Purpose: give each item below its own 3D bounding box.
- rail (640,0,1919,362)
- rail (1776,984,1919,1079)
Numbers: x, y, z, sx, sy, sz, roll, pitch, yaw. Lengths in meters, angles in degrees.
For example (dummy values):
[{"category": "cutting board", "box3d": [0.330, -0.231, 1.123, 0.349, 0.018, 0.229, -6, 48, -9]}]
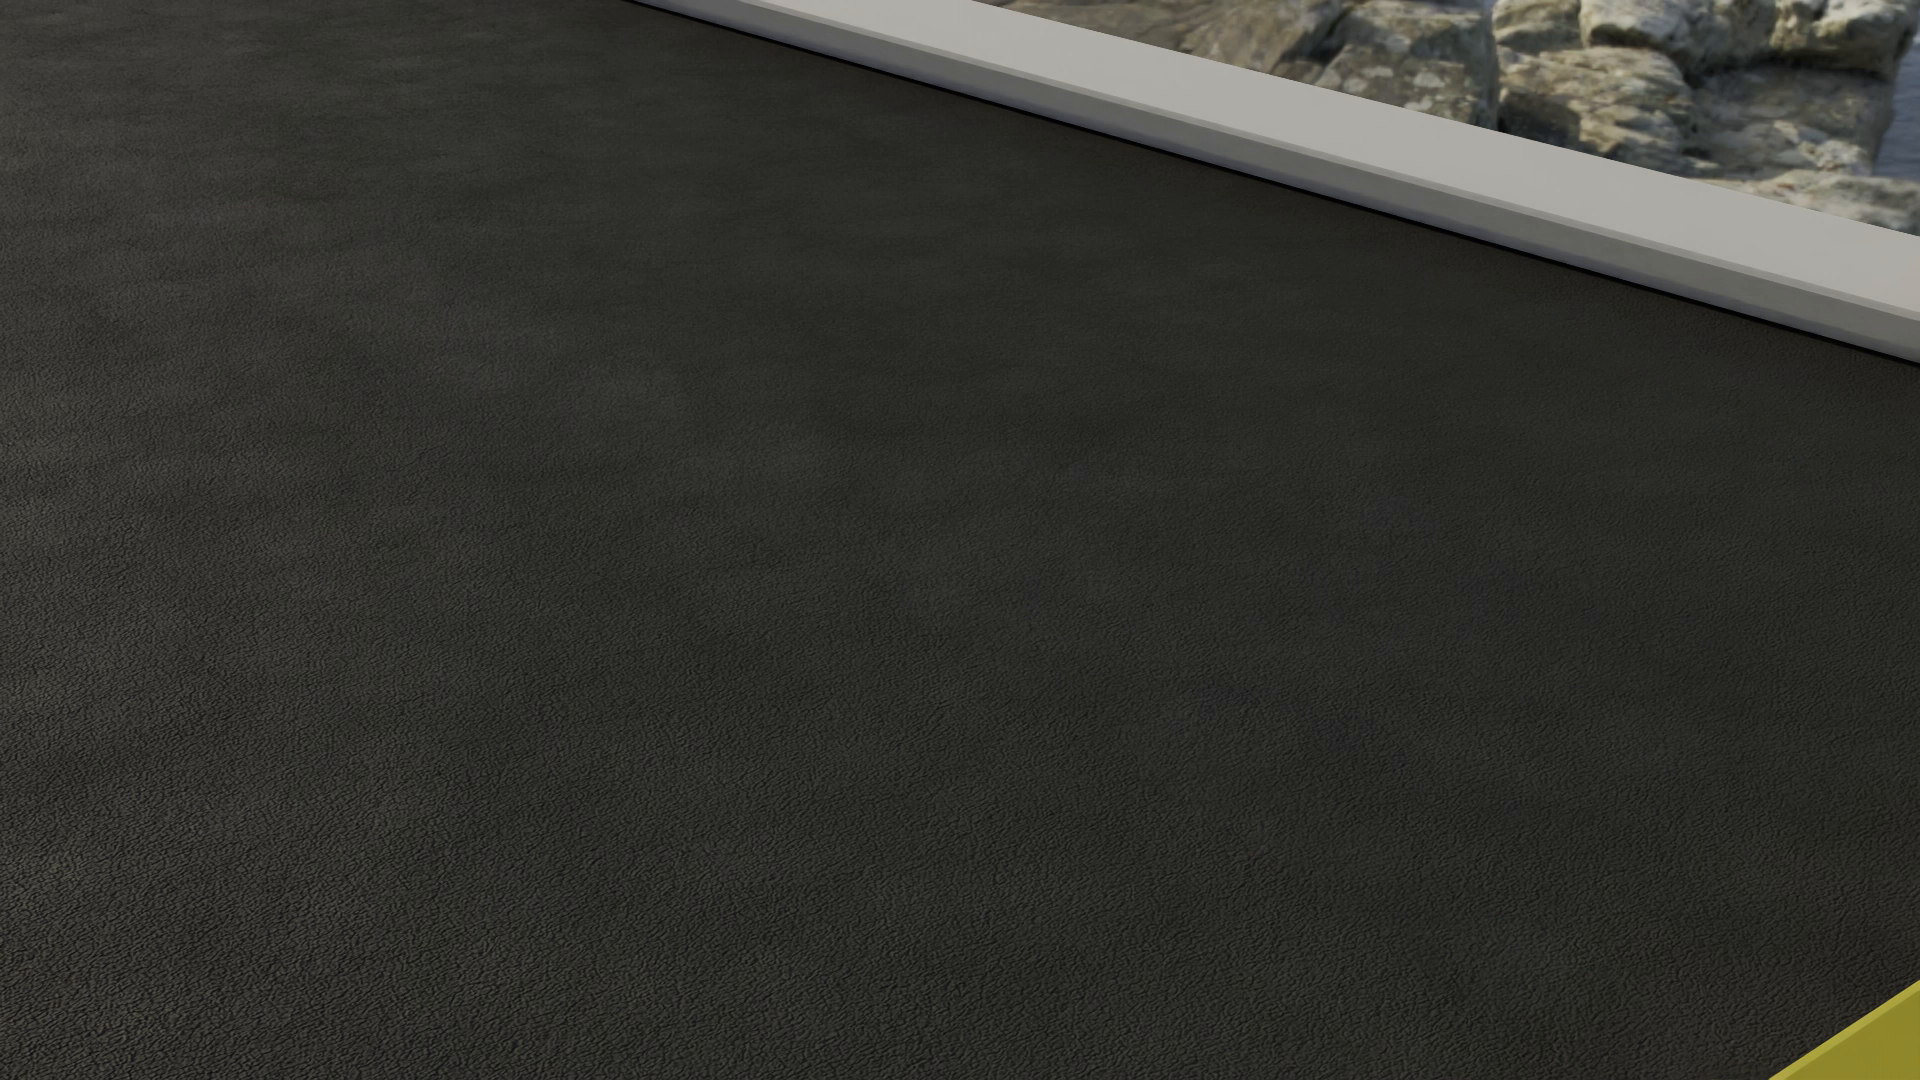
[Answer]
[{"category": "rail", "box3d": [0.100, -0.577, 3.630, 0.045, 0.121, 3.837, -20, 30, -38]}, {"category": "rail", "box3d": [0.627, 0.242, 1.722, 2.046, 0.121, 0.045, -20, 30, -38]}]
